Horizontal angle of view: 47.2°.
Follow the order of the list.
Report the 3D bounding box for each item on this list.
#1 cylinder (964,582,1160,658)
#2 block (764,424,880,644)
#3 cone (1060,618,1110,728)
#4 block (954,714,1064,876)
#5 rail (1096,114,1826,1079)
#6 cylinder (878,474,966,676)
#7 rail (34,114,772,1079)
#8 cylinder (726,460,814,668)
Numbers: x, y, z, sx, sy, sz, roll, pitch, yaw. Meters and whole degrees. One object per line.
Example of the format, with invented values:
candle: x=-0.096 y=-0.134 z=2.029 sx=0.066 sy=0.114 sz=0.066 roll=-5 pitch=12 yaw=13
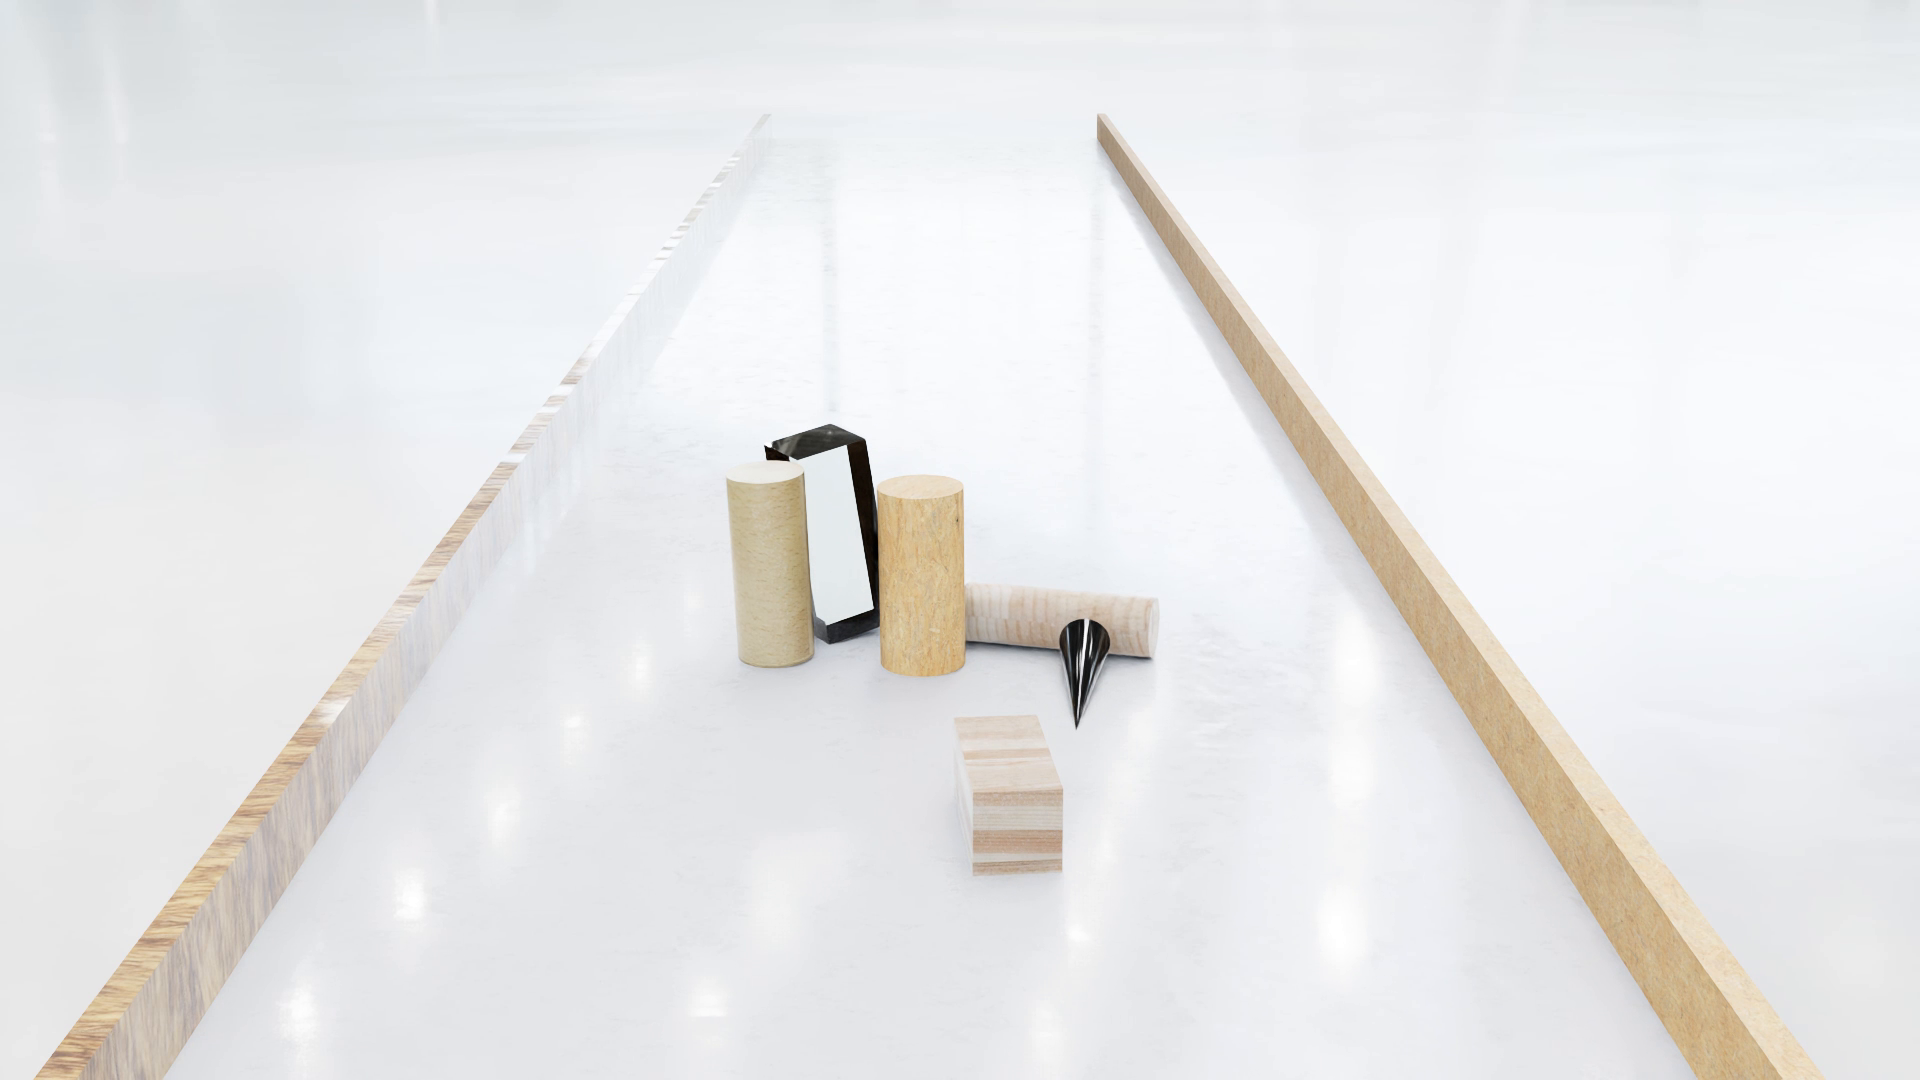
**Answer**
cylinder: x=0.202 y=0.161 z=4.473 sx=0.391 sy=0.122 sz=0.122 roll=5 pitch=17 yaw=15
block: x=-0.268 y=-0.014 z=4.530 sx=0.156 sy=0.404 sz=0.156 roll=-19 pitch=23 yaw=-26
cone: x=0.230 y=0.277 z=4.207 sx=0.102 sy=0.102 sz=0.362 roll=2 pitch=25 yaw=5
block: x=0.075 y=0.412 z=3.592 sx=0.142 sy=0.142 sz=0.323 roll=-2 pitch=17 yaw=-5
rail: x=0.932 y=-0.844 z=7.801 sx=0.050 sy=0.150 sz=12.000 roll=0 pitch=17 yaw=-1
cylinder: x=-0.076 y=0.069 z=4.347 sx=0.170 sy=0.365 sz=0.170 roll=-1 pitch=18 yaw=0
rail: x=-1.118 y=-0.838 z=7.780 sx=0.050 sy=0.150 sz=12.000 roll=0 pitch=17 yaw=-1
cylinder: x=-0.377 y=0.048 z=4.380 sx=0.155 sy=0.384 sz=0.155 roll=-2 pitch=19 yaw=1
